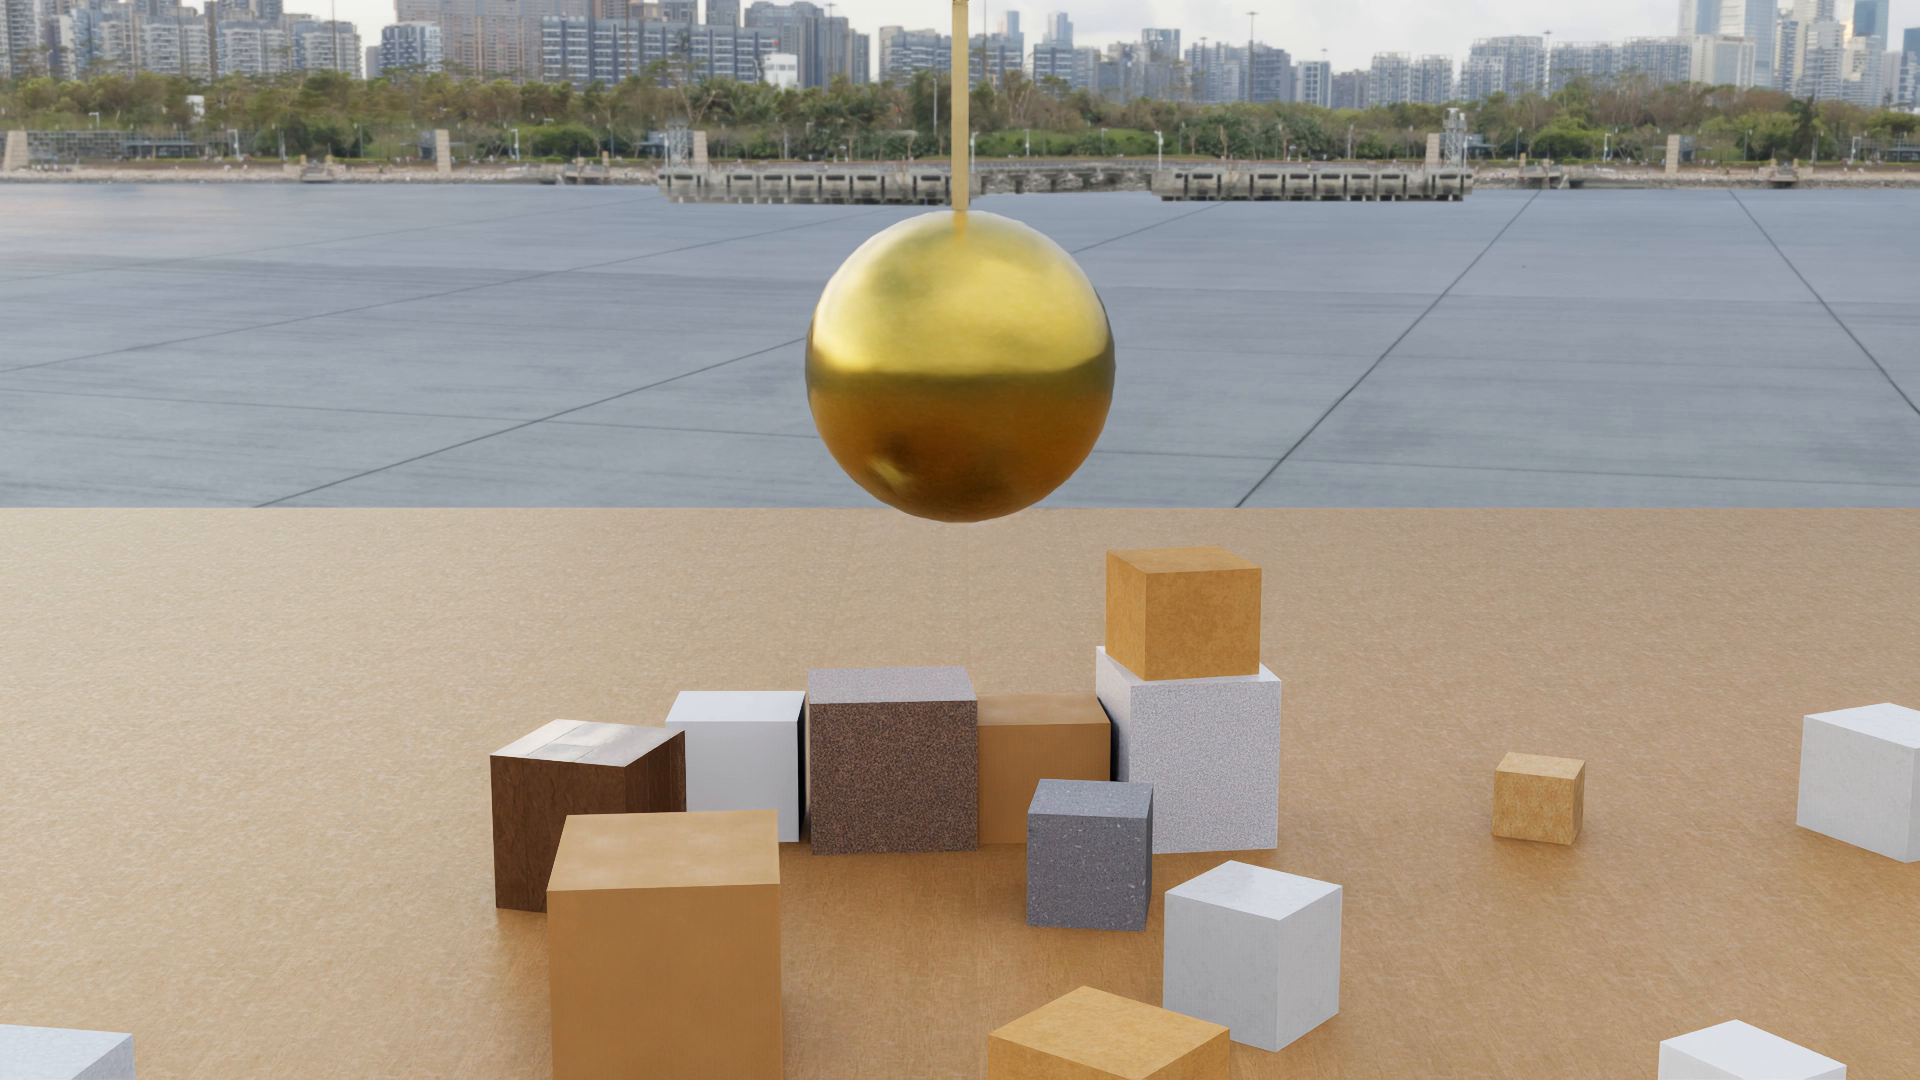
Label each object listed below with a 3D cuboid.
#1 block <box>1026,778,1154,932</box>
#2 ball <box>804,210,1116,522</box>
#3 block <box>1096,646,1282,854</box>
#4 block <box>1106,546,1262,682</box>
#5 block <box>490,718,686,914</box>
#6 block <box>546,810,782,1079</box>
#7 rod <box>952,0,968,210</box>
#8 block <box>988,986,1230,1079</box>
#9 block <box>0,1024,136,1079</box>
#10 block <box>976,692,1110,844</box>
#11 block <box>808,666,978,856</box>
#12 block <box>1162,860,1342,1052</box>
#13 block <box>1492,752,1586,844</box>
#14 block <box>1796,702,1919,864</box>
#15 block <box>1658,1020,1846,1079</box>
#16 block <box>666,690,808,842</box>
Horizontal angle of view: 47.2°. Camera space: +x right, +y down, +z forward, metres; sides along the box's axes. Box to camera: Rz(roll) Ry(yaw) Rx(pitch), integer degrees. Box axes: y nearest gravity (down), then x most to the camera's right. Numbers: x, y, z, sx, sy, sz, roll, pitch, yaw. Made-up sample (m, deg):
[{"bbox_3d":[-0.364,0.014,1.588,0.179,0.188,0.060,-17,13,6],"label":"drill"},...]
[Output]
[{"bbox_3d":[0.605,1.444,10.141,0.534,0.530,0.550,1,10,8],"label":"block"},{"bbox_3d":[0.000,-0.887,11.277,1.600,1.600,1.600,0,10,0],"label":"ball"},{"bbox_3d":[1.157,1.056,11.336,0.762,0.866,0.861,-1,10,-8],"label":"block"},{"bbox_3d":[1.129,0.364,11.206,0.605,0.542,0.636,-3,11,-14],"label":"block"},{"bbox_3d":[-1.732,1.304,10.341,0.675,0.734,0.662,3,11,17],"label":"block"},{"bbox_3d":[-1.136,1.587,8.639,0.855,0.787,0.925,-1,10,-5],"label":"block"},{"bbox_3d":[0.000,-4.204,10.528,0.080,5.200,0.080,0,13,0],"label":"rod"},{"bbox_3d":[0.497,1.921,7.372,0.600,0.582,0.546,8,13,38],"label":"block"},{"bbox_3d":[-3.057,1.973,6.807,0.698,0.683,0.739,2,10,9],"label":"block"},{"bbox_3d":[0.397,1.172,11.395,0.677,0.617,0.628,-1,10,-4],"label":"block"},{"bbox_3d":[-0.357,1.115,11.259,0.827,0.777,0.728,-1,10,-5],"label":"block"},{"bbox_3d":[1.181,1.668,8.878,0.523,0.542,0.506,8,13,37],"label":"block"},{"bbox_3d":[2.980,1.326,11.316,0.395,0.343,0.377,5,11,24],"label":"block"},{"bbox_3d":[4.772,1.224,11.204,0.607,0.584,0.693,-5,11,-26],"label":"block"},{"bbox_3d":[2.660,1.962,7.427,0.380,0.483,0.452,-6,12,-30],"label":"block"},{"bbox_3d":[-1.149,1.165,11.399,0.663,0.630,0.617,0,10,0],"label":"block"}]
